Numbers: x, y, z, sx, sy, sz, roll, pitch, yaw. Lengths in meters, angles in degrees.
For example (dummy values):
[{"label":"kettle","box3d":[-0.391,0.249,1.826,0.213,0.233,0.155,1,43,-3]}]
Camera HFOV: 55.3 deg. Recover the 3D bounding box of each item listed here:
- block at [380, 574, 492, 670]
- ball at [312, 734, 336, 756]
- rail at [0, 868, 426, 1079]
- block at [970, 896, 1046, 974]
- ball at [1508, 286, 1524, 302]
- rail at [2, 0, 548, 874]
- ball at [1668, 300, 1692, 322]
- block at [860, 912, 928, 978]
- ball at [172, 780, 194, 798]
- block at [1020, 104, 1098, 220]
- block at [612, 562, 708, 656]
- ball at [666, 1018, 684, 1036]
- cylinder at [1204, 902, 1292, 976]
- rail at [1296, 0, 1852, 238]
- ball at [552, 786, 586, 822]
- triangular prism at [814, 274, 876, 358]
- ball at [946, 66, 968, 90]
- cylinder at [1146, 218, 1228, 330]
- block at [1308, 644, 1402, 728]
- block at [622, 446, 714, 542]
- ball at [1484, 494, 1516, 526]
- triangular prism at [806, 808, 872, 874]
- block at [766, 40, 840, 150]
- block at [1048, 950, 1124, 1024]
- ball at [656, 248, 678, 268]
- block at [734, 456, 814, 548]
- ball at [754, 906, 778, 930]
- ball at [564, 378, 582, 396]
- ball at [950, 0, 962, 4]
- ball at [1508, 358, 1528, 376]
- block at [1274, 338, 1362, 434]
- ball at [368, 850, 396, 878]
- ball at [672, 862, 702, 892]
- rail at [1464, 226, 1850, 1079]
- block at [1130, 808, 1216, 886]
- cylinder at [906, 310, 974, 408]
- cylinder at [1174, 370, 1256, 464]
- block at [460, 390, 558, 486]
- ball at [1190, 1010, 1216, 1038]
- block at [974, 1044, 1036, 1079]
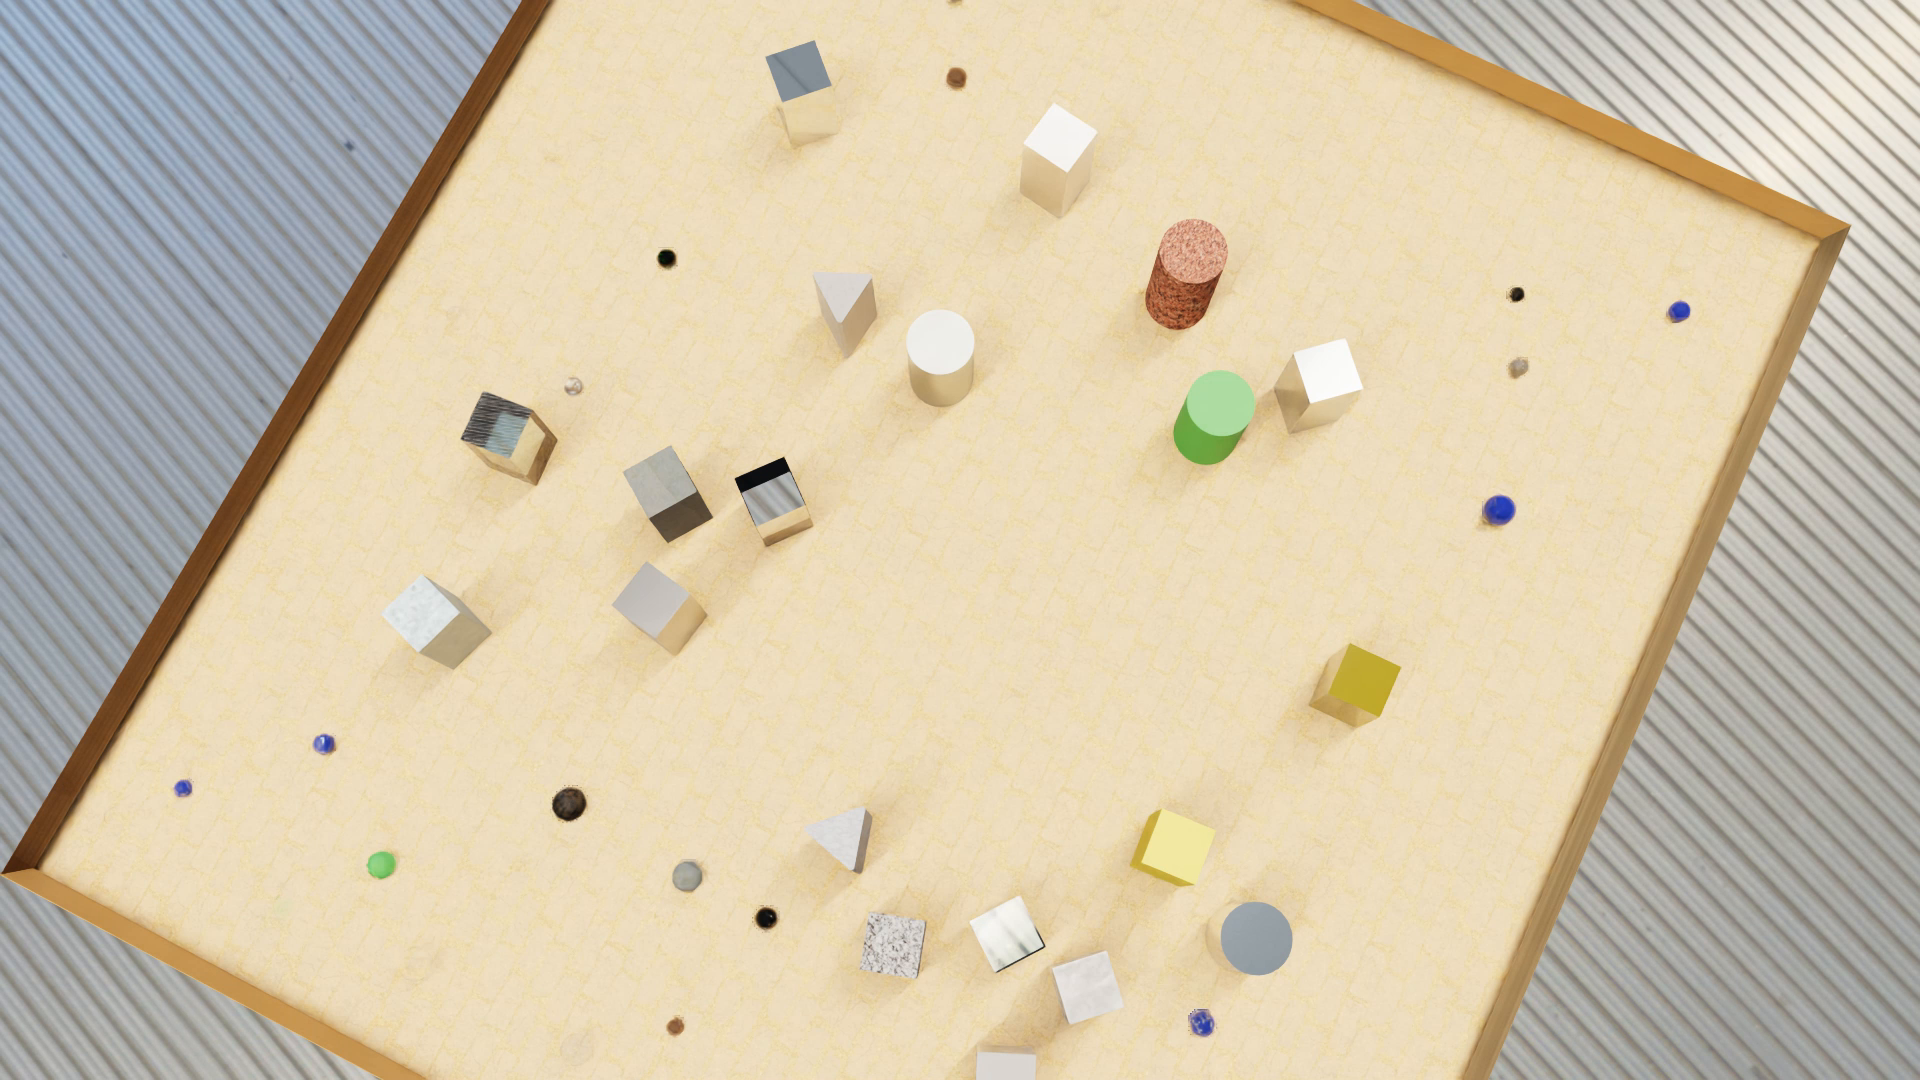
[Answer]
[{"label":"block","box3d":[-1.531,0.245,5.377,0.160,0.369,0.160,44,82,8]},{"label":"ball","box3d":[-1.895,0.608,5.458,0.064,0.064,0.064,0,78,0]},{"label":"rail","box3d":[-0.940,1.848,5.167,4.065,0.130,0.045,26,80,5]},{"label":"block","box3d":[0.134,1.130,5.253,0.160,0.253,0.160,-27,80,-5]},{"label":"ball","box3d":[1.748,-0.770,5.752,0.048,0.048,0.048,0,78,0]},{"label":"rail","box3d":[-1.797,-0.873,5.730,0.045,0.130,4.252,26,80,5]},{"label":"ball","box3d":[2.251,-0.716,5.730,0.067,0.067,0.067,0,78,0]},{"label":"block","box3d":[-0.188,1.157,5.241,0.160,0.266,0.160,9,78,2]},{"label":"ball","box3d":[-2.305,0.738,5.436,0.055,0.055,0.055,0,78,0]},{"label":"block","box3d":[0.301,-1.165,5.664,0.160,0.380,0.160,35,80,7]},{"label":"block","box3d":[-0.877,0.207,5.382,0.160,0.376,0.160,36,81,7]},{"label":"ball","box3d":[-0.823,1.409,5.299,0.051,0.051,0.051,0,78,0]},{"label":"cylinder","box3d":[0.818,1.132,5.213,0.200,0.332,0.200,0,78,0]},{"label":"rail","box3d":[0.940,-1.834,5.929,4.065,0.130,0.045,26,80,5]},{"label":"ball","box3d":[-1.153,0.778,5.404,0.100,0.100,0.100,0,78,0]},{"label":"triangular prism","box3d":[-0.371,-0.715,5.585,0.150,0.352,0.173,32,80,6]},{"label":"ball","box3d":[-0.011,-1.484,5.888,0.070,0.070,0.070,0,78,0]},{"label":"cylinder","box3d":[0.683,-0.801,5.564,0.200,0.428,0.200,0,78,0]},{"label":"block","box3d":[1.154,0.430,5.372,0.160,0.306,0.160,25,79,5]},{"label":"block","box3d":[-0.867,-0.133,5.462,0.160,0.356,0.160,-30,80,-6]},{"label":"ball","box3d":[1.646,-0.092,5.586,0.097,0.097,0.097,0,78,0]},{"label":"triangular prism","box3d":[-0.310,0.831,5.221,0.173,0.437,0.150,40,81,8]},{"label":"block","box3d":[-0.490,-1.388,5.729,0.160,0.343,0.160,-20,79,-4]},{"label":"block","box3d":[0.356,1.269,5.216,0.160,0.270,0.160,-17,79,-3]},{"label":"ball","box3d":[-0.922,-0.886,5.768,0.063,0.063,0.063,0,78,0]},{"label":"block","box3d":[-0.554,-0.111,5.488,0.160,0.296,0.160,-24,79,-5]},{"label":"ball","box3d":[-0.565,1.105,5.353,0.069,0.069,0.069,0,78,0]},{"label":"ball","box3d":[-1.201,-0.476,5.685,0.059,0.059,0.059,0,78,0]},{"label":"ball","box3d":[-0.014,-1.774,5.953,0.060,0.060,0.060,0,78,0]},{"label":"ball","box3d":[1.737,-0.537,5.698,0.058,0.058,0.058,0,78,0]},{"label":"block","box3d":[1.075,-0.459,5.529,0.160,0.358,0.160,-16,79,-3]},{"label":"ball","box3d":[-1.698,0.953,5.378,0.081,0.081,0.081,0,78,0]},{"label":"ball","box3d":[-0.799,0.986,5.366,0.090,0.090,0.090,0,78,0]},{"label":"rail","box3d":[1.797,0.887,5.366,0.045,0.130,4.252,26,80,5]},{"label":"block","box3d":[0.606,0.885,5.247,0.160,0.365,0.160,22,79,4]},{"label":"cylinder","box3d":[-0.058,-0.546,5.550,0.200,0.351,0.200,0,78,0]},{"label":"cylinder","box3d":[0.762,-0.364,5.515,0.200,0.346,0.200,0,78,0]},{"label":"block","box3d":[-1.350,-0.302,5.504,0.160,0.342,0.160,21,79,4]},{"label":"ball","box3d":[0.700,1.398,5.289,0.074,0.074,0.074,0,78,0]},{"label":"block","box3d":[0.123,1.509,5.135,0.160,0.331,0.160,3,78,1]}]
